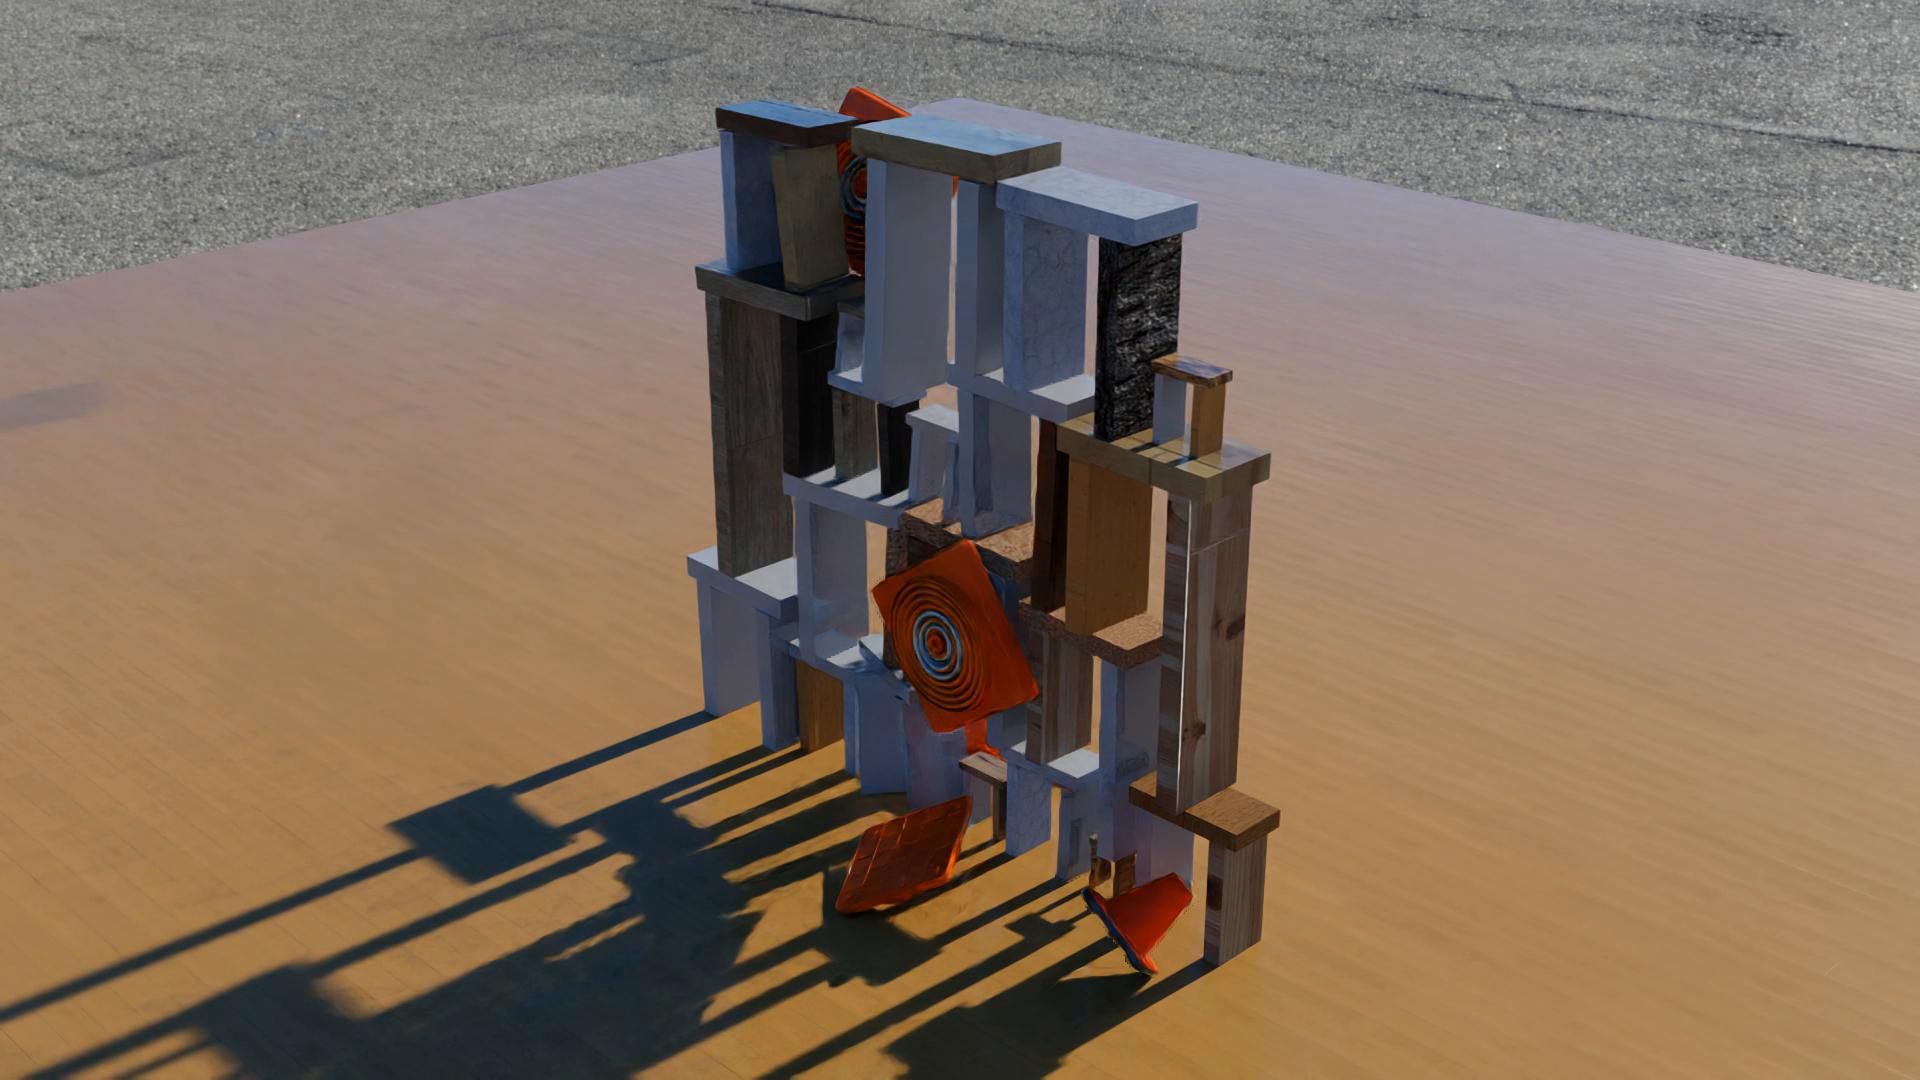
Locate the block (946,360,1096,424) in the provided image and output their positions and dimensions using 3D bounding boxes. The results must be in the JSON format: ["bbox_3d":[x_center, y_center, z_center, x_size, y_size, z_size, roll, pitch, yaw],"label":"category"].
[{"bbox_3d":[0.131,-0.281,3.980,0.290,0.041,0.145,23,32,38],"label":"block"}]

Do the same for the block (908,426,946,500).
[{"bbox_3d":[-0.062,-0.157,4.240,0.022,0.152,0.076,27,35,35],"label":"block"}]

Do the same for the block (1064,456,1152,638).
[{"bbox_3d":[0.268,-0.010,3.937,0.169,0.338,0.048,-21,31,-39],"label":"block"}]

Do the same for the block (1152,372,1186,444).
[{"bbox_3d":[0.357,-0.231,3.744,0.063,0.126,0.018,-21,32,-40],"label":"block"}]

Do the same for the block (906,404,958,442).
[{"bbox_3d":[-0.023,-0.220,4.161,0.076,0.022,0.152,-21,30,-39],"label":"block"}]

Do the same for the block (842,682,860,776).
[{"bbox_3d":[-0.195,0.376,4.598,0.030,0.215,0.108,18,29,35],"label":"block"}]

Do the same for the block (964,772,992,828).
[{"bbox_3d":[0.035,0.509,4.405,0.017,0.122,0.061,21,31,41],"label":"block"}]

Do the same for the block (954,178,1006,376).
[{"bbox_3d":[0.070,-0.485,3.947,0.050,0.352,0.176,21,30,38],"label":"block"}]

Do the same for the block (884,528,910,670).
[{"bbox_3d":[-0.084,0.085,4.389,0.045,0.316,0.158,21,33,31],"label":"block"}]

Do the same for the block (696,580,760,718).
[{"bbox_3d":[-0.493,0.215,4.841,0.160,0.320,0.045,-22,31,-40],"label":"block"}]

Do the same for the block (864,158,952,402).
[{"bbox_3d":[-0.097,-0.499,4.116,0.050,0.459,0.176,22,30,39],"label":"block"}]

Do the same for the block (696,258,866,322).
[{"bbox_3d":[-0.354,-0.508,4.359,0.166,0.047,0.333,-23,31,-40],"label":"block"}]

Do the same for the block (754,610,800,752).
[{"bbox_3d":[-0.353,0.278,4.694,0.160,0.320,0.045,-21,30,-39],"label":"block"}]

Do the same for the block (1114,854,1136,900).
[{"bbox_3d":[0.311,0.631,4.158,0.013,0.091,0.045,21,31,39],"label":"block"}]

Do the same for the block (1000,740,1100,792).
[{"bbox_3d":[0.183,0.419,4.211,0.202,0.029,0.101,20,29,41],"label":"block"}]

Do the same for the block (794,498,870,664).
[{"bbox_3d":[-0.262,0.062,4.519,0.045,0.360,0.158,19,30,38],"label":"block"}]

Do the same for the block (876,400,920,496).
[{"bbox_3d":[-0.116,-0.187,4.275,0.026,0.183,0.091,19,32,38],"label":"block"}]

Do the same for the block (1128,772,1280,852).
[{"bbox_3d":[0.437,0.478,3.953,0.124,0.035,0.248,-21,31,-40],"label":"block"}]

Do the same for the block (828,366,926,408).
[{"bbox_3d":[-0.161,-0.302,4.270,0.183,0.026,0.091,22,31,39],"label":"block"}]

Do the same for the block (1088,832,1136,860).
[{"bbox_3d":[0.293,0.575,4.154,0.091,0.013,0.045,20,30,40],"label":"block"}]

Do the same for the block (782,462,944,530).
[{"bbox_3d":[-0.186,-0.102,4.374,0.316,0.045,0.158,18,31,38],"label":"block"}]

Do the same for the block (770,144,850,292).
[{"bbox_3d":[-0.287,-0.624,4.219,0.038,0.271,0.135,14,28,41],"label":"block"}]

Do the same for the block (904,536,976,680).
[{"bbox_3d":[-0.038,0.111,4.335,0.043,0.302,0.151,24,35,36],"label":"block"}]

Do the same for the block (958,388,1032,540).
[{"bbox_3d":[0.067,-0.159,4.111,0.145,0.290,0.041,-19,28,-37],"label":"block"}]

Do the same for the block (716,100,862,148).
[{"bbox_3d":[-0.332,-0.804,4.238,0.135,0.038,0.271,-20,29,-41],"label":"block"}]

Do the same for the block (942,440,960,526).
[{"bbox_3d":[0.003,-0.118,4.163,0.022,0.168,0.076,24,32,35],"label":"block"}]

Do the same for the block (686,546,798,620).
[{"bbox_3d":[-0.422,0.078,4.698,0.160,0.045,0.319,-21,31,-39],"label":"block"}]

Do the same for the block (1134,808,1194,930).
[{"bbox_3d":[0.379,0.586,4.062,0.035,0.248,0.124,21,31,41],"label":"block"}]

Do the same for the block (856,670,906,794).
[{"bbox_3d":[-0.143,0.392,4.503,0.127,0.254,0.036,-2,16,-4],"label":"block"}]

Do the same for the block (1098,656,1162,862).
[{"bbox_3d":[0.319,0.388,4.058,0.139,0.404,0.039,-19,29,-39],"label":"block"}]

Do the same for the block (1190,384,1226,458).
[{"bbox_3d":[0.416,-0.206,3.689,0.063,0.126,0.018,-21,32,-40],"label":"block"}]

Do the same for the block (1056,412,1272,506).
[{"bbox_3d":[0.348,-0.153,3.784,0.169,0.048,0.338,-21,32,-39],"label":"block"}]

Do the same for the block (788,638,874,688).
[{"bbox_3d":[-0.247,0.243,4.592,0.108,0.030,0.215,-21,30,-39],"label":"block"}]

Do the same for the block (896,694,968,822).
[{"bbox_3d":[-0.050,0.428,4.418,0.127,0.254,0.036,-11,14,-18],"label":"block"}]

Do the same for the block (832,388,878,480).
[{"bbox_3d":[-0.207,-0.220,4.355,0.026,0.183,0.091,19,30,41],"label":"block"}]

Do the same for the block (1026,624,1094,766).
[{"bbox_3d":[0.190,0.275,4.158,0.139,0.278,0.039,-19,28,-40],"label":"block"}]

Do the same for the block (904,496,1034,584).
[{"bbox_3d":[0.052,-0.009,4.185,0.302,0.043,0.151,24,33,39],"label":"block"}]

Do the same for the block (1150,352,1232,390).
[{"bbox_3d":[0.388,-0.284,3.687,0.063,0.018,0.126,-21,32,-40],"label":"block"}]

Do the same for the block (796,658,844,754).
[{"bbox_3d":[-0.293,0.337,4.688,0.108,0.215,0.030,-22,31,-39],"label":"block"}]

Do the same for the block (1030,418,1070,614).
[{"bbox_3d":[0.199,-0.064,4.012,0.041,0.377,0.145,21,30,36],"label":"block"}]

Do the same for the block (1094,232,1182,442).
[{"bbox_3d":[0.303,-0.357,3.752,0.159,0.350,0.045,-21,32,-39],"label":"block"}]

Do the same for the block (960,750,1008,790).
[{"bbox_3d":[0.064,0.456,4.351,0.122,0.017,0.061,21,31,41],"label":"block"}]

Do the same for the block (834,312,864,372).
[{"bbox_3d":[-0.212,-0.392,4.284,0.017,0.120,0.060,27,32,36],"label":"block"}]

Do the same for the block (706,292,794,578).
[{"bbox_3d":[-0.435,-0.232,4.577,0.166,0.619,0.047,-20,31,-38],"label":"block"}]

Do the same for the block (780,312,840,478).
[{"bbox_3d":[-0.276,-0.305,4.367,0.047,0.333,0.166,22,33,38],"label":"block"}]

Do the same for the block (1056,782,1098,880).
[{"bbox_3d":[0.234,0.543,4.216,0.029,0.202,0.101,21,27,41],"label":"block"}]

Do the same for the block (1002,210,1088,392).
[{"bbox_3d":[0.151,-0.434,3.879,0.159,0.319,0.045,-19,30,-38],"label":"block"}]

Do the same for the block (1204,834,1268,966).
[{"bbox_3d":[0.496,0.631,3.954,0.124,0.248,0.035,-21,31,-41],"label":"block"}]

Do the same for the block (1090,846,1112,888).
[{"bbox_3d":[0.269,0.614,4.196,0.013,0.091,0.045,24,33,39],"label":"block"}]

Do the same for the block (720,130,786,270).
[{"bbox_3d":[-0.403,-0.679,4.344,0.038,0.271,0.135,17,26,41],"label":"block"}]

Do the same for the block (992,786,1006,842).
[{"bbox_3d":[0.092,0.531,4.352,0.017,0.122,0.061,21,31,41],"label":"block"}]

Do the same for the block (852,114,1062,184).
[{"bbox_3d":[-0.009,-0.703,3.941,0.352,0.050,0.176,20,29,40],"label":"block"}]

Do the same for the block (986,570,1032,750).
[{"bbox_3d":[0.120,0.211,4.203,0.151,0.362,0.043,-21,30,-41],"label":"block"}]

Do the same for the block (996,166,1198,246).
[{"bbox_3d":[0.230,-0.570,3.739,0.159,0.045,0.319,-22,32,-40],"label":"block"}]

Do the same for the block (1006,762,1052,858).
[{"bbox_3d":[0.136,0.510,4.299,0.029,0.202,0.101,21,30,40],"label":"block"}]

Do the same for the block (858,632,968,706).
[{"bbox_3d":[-0.096,0.252,4.453,0.127,0.036,0.254,-13,27,-22],"label":"block"}]

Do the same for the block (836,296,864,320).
[{"bbox_3d":[-0.174,-0.440,4.226,0.120,0.017,0.060,24,30,40],"label":"block"}]

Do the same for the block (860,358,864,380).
[{"bbox_3d":[-0.157,-0.367,4.232,0.060,0.120,0.017,-18,36,-42],"label":"block"}]

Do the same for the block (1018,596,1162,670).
[{"bbox_3d":[0.254,0.154,4.036,0.139,0.039,0.278,-19,30,-39],"label":"block"}]

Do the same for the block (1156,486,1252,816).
[{"bbox_3d":[0.425,0.180,3.838,0.169,0.602,0.048,-21,31,-41],"label":"block"}]
